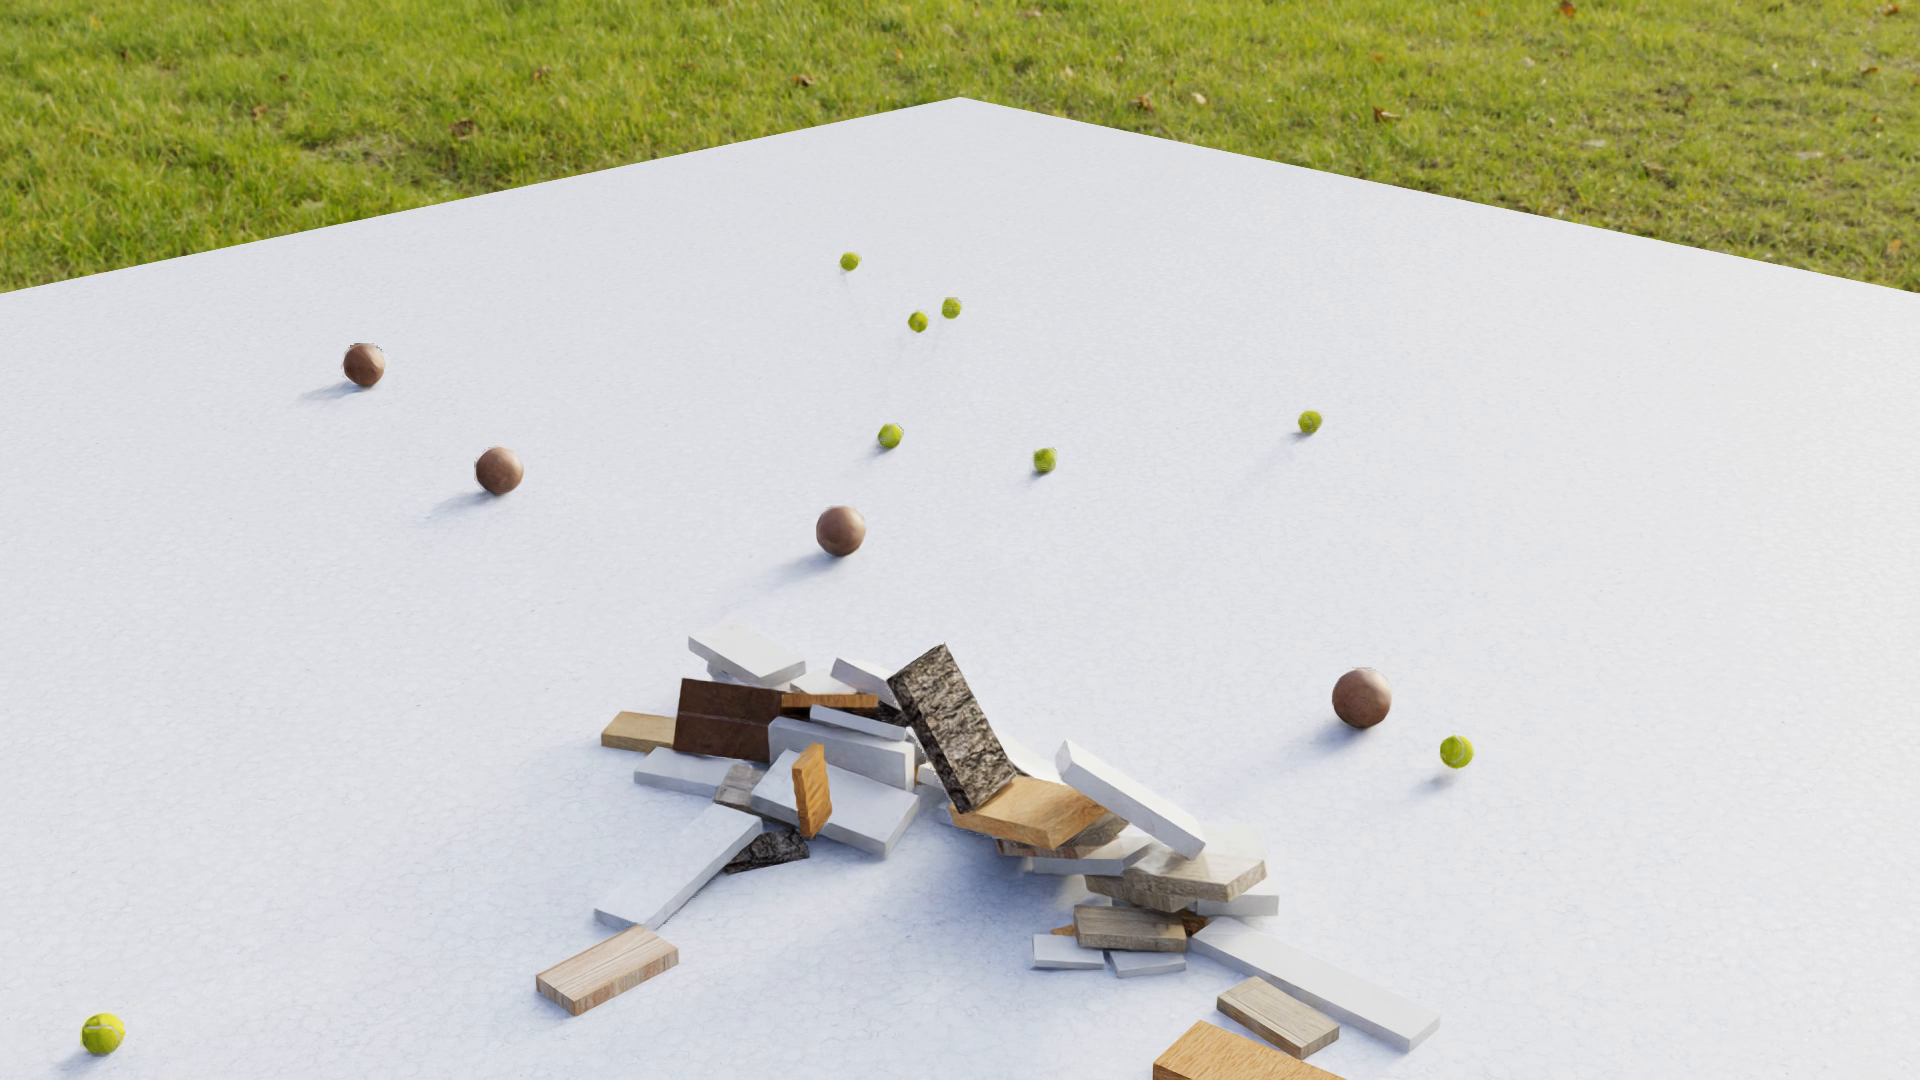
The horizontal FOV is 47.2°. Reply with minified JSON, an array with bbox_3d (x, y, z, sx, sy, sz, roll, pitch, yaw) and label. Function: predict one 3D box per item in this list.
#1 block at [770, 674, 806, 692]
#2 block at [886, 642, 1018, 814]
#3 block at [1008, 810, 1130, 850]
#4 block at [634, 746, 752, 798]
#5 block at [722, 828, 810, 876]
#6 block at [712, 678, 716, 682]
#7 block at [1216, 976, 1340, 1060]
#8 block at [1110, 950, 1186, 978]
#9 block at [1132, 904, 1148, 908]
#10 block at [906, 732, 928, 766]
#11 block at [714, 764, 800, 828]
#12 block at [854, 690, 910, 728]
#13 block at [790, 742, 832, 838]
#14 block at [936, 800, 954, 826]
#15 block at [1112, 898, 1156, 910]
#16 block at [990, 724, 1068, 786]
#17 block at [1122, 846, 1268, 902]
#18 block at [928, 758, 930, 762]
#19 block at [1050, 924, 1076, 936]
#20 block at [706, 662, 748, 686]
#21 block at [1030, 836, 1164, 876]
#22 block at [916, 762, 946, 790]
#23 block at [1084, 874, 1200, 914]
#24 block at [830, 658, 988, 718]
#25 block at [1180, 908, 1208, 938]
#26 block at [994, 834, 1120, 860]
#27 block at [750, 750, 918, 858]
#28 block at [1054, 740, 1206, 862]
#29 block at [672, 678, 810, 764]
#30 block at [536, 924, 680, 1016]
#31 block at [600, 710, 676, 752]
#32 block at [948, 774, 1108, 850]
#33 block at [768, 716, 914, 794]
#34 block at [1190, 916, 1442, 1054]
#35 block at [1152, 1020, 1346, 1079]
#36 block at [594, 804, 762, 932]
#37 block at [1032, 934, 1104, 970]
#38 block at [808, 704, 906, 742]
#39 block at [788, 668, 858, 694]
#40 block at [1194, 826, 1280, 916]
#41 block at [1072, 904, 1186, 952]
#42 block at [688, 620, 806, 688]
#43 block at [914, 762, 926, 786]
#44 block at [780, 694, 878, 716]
[{"bbox_3d":[-0.321,0.379,4.743,0.127,0.036,0.255,-20,44,-39],"label":"block"},{"bbox_3d":[-0.014,0.359,4.191,0.041,0.292,0.146,-25,5,42],"label":"block"},{"bbox_3d":[0.212,0.543,4.179,0.229,0.032,0.114,-9,16,42],"label":"block"},{"bbox_3d":[-0.555,0.486,4.575,0.220,0.031,0.110,8,24,18],"label":"block"},{"bbox_3d":[-0.388,0.608,4.298,0.167,0.024,0.084,-9,25,-20],"label":"block"},{"bbox_3d":[-0.496,0.335,4.883,0.119,0.017,0.059,11,17,-3],"label":"block"},{"bbox_3d":[0.547,0.822,3.788,0.097,0.028,0.194,-18,29,-36],"label":"block"},{"bbox_3d":[0.337,0.757,3.954,0.125,0.018,0.063,-5,23,-11],"label":"block"},{"bbox_3d":[0.374,0.661,4.087,0.109,0.015,0.054,-8,13,7],"label":"block"},{"bbox_3d":[-0.136,0.421,4.591,0.143,0.020,0.072,37,41,29],"label":"block"},{"bbox_3d":[-0.375,0.520,4.444,0.221,0.031,0.110,10,37,11],"label":"block"},{"bbox_3d":[-0.171,0.359,4.602,0.143,0.020,0.072,23,32,29],"label":"block"},{"bbox_3d":[-0.286,0.484,4.246,0.024,0.167,0.084,10,34,24],"label":"block"},{"bbox_3d":[0.070,0.543,4.370,0.114,0.032,0.229,-20,16,-39],"label":"block"},{"bbox_3d":[0.342,0.677,4.114,0.054,0.015,0.109,-23,19,-41],"label":"block"},{"bbox_3d":[0.120,0.457,4.551,0.098,0.028,0.447,6,12,-31],"label":"block"},{"bbox_3d":[0.426,0.607,3.997,0.237,0.034,0.118,0,16,44],"label":"block"},{"bbox_3d":[-0.032,0.452,4.603,0.020,0.072,0.143,-24,17,17],"label":"block"},{"bbox_3d":[0.237,0.724,4.031,0.125,0.018,0.063,-10,25,-21],"label":"block"},{"bbox_3d":[-0.431,0.328,4.854,0.127,0.036,0.255,-20,46,-40],"label":"block"},{"bbox_3d":[0.262,0.601,4.194,0.237,0.034,0.118,-7,11,46],"label":"block"},{"bbox_3d":[0.023,0.478,4.509,0.114,0.032,0.229,15,10,32],"label":"block"},{"bbox_3d":[0.354,0.636,4.094,0.118,0.034,0.237,-20,14,-35],"label":"block"},{"bbox_3d":[-0.109,0.330,4.633,0.306,0.043,0.153,23,4,29],"label":"block"},{"bbox_3d":[0.400,0.702,4.087,0.109,0.015,0.054,17,29,35],"label":"block"},{"bbox_3d":[0.186,0.578,4.256,0.114,0.032,0.229,-21,10,-40],"label":"block"},{"bbox_3d":[-0.250,0.523,4.383,0.299,0.042,0.149,18,38,18],"label":"block"},{"bbox_3d":[0.312,0.479,4.057,0.292,0.041,0.146,32,8,-7],"label":"block"},{"bbox_3d":[-0.441,0.385,4.622,0.306,0.153,0.043,7,-3,6],"label":"block"},{"bbox_3d":[-0.627,0.765,3.917,0.114,0.032,0.229,21,31,40],"label":"block"},{"bbox_3d":[-0.648,0.419,4.734,0.220,0.031,0.110,6,24,14],"label":"block"},{"bbox_3d":[0.126,0.510,4.160,0.146,0.041,0.292,-29,20,-33],"label":"block"},{"bbox_3d":[-0.242,0.463,4.472,0.306,0.153,0.043,9,24,21],"label":"block"},{"bbox_3d":[0.623,0.780,3.888,0.462,0.028,0.097,20,30,39],"label":"block"},{"bbox_3d":[0.483,0.892,3.605,0.299,0.042,0.149,16,28,33],"label":"block"},{"bbox_3d":[-0.533,0.627,4.197,0.114,0.032,0.381,13,31,28],"label":"block"},{"bbox_3d":[0.194,0.741,3.957,0.125,0.018,0.063,4,36,-5],"label":"block"},{"bbox_3d":[-0.207,0.379,4.469,0.195,0.028,0.098,14,-14,3],"label":"block"},{"bbox_3d":[-0.264,0.338,4.688,0.099,0.028,0.197,-20,34,-39],"label":"block"},{"bbox_3d":[0.514,0.628,4.191,0.149,0.042,0.299,0,18,1],"label":"block"},{"bbox_3d":[0.308,0.705,3.996,0.194,0.028,0.097,4,22,-5],"label":"block"},{"bbox_3d":[-0.472,0.253,4.857,0.127,0.036,0.255,-20,33,-40],"label":"block"},{"bbox_3d":[-0.157,0.446,4.591,0.099,0.028,0.197,-19,47,-38],"label":"block"},{"bbox_3d":[-0.266,0.339,4.522,0.195,0.028,0.098,0,-14,0],"label":"block"}]
